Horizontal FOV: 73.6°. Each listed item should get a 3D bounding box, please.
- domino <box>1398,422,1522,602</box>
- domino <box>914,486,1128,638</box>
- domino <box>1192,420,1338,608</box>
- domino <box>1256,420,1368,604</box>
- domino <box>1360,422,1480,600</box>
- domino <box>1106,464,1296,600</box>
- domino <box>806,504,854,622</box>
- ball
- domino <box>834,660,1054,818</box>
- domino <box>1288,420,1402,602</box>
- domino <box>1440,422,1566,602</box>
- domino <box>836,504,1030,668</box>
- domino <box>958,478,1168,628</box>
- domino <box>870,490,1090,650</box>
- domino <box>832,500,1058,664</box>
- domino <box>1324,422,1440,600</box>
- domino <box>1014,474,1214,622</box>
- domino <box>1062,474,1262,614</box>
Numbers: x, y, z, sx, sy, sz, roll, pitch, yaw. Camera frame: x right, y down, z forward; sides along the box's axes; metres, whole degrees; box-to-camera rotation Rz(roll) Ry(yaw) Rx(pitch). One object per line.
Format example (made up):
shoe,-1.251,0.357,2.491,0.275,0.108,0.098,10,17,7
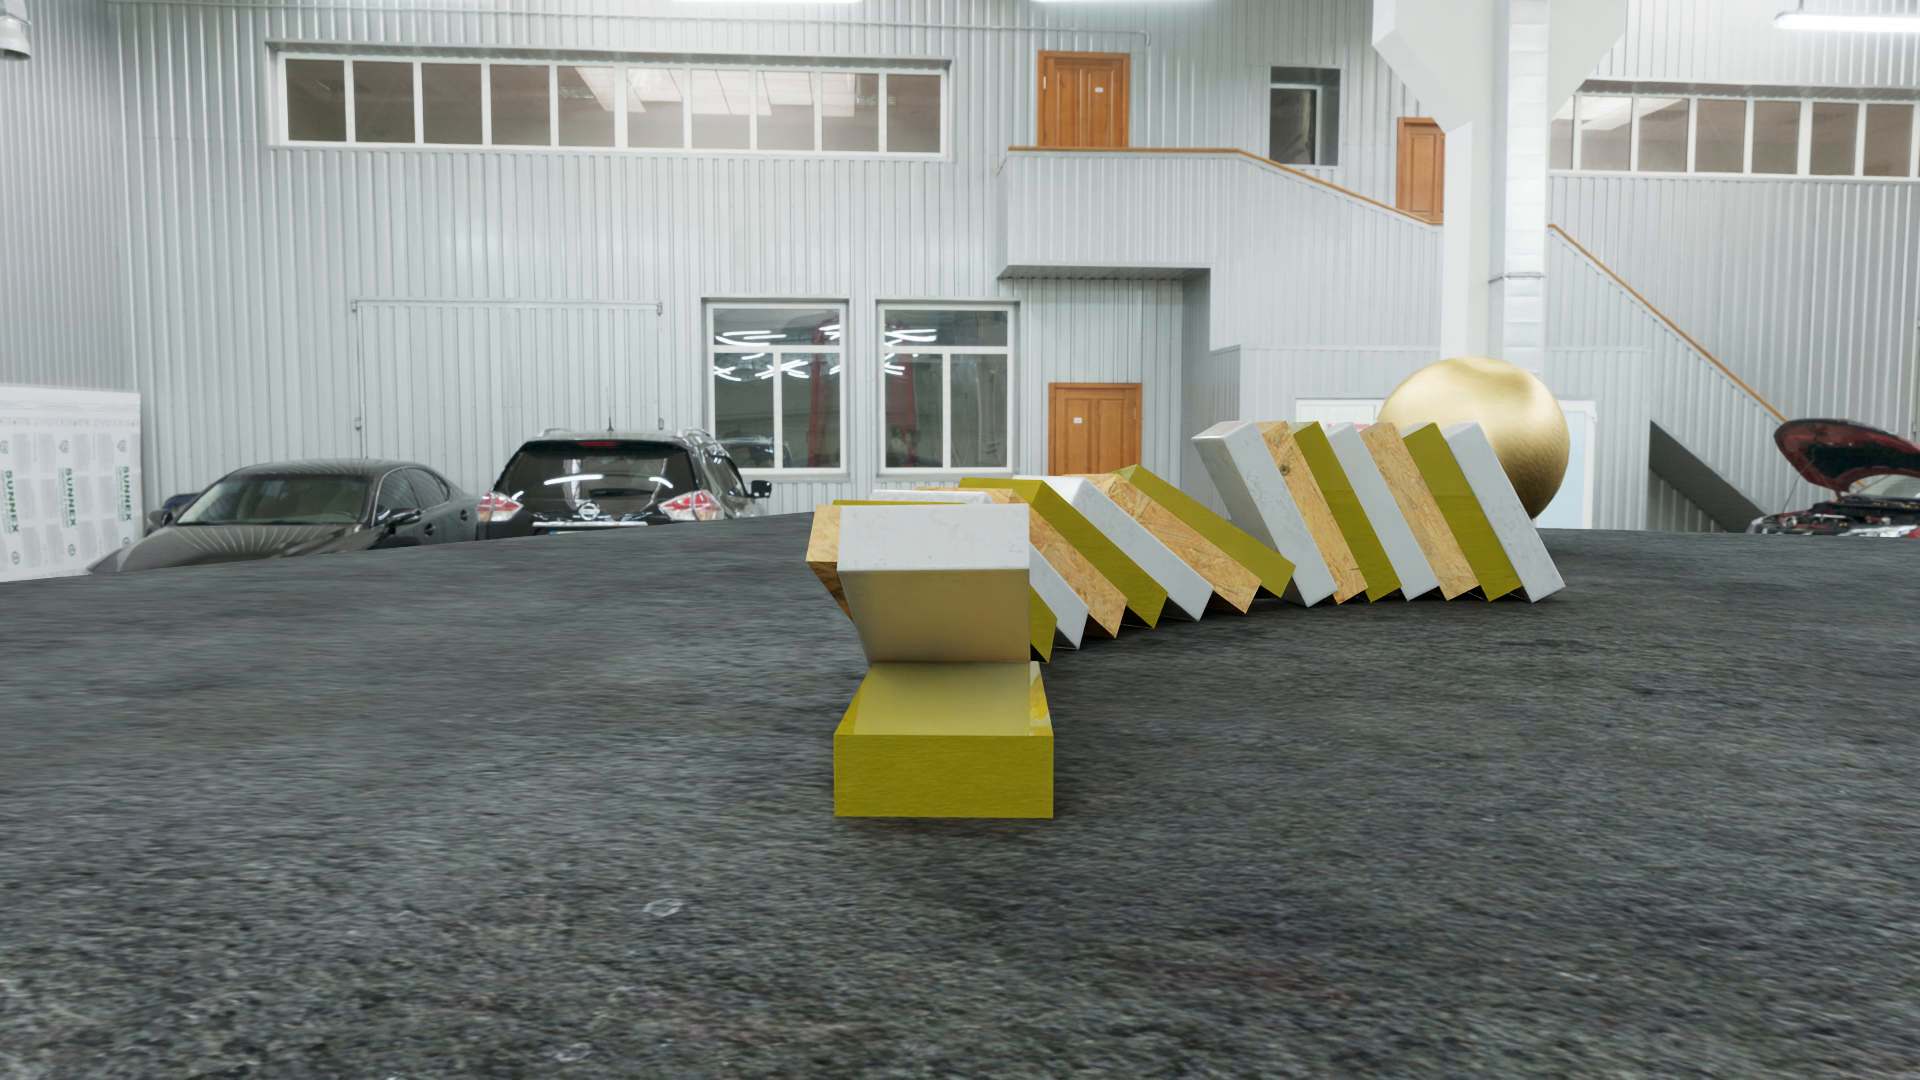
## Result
domino,0.137,-0.009,0.358,0.009,0.050,0.025,-28,0,9
domino,0.012,0.005,0.273,0.025,0.010,0.050,3,-25,39
domino,0.081,-0.007,0.342,0.009,0.050,0.025,-29,7,-5
domino,0.091,-0.008,0.349,0.009,0.050,0.025,-29,7,-4
domino,0.126,-0.009,0.360,0.009,0.050,0.025,-28,0,9
domino,0.059,-0.001,0.332,0.050,0.009,0.025,31,-11,-12
domino,-0.005,0.010,0.214,0.025,0.009,0.050,1,-25,14
ball,0.219,-0.039,0.553,0.080,0.080,0.080,0,4,0
domino,-0.001,0.025,0.171,0.025,0.009,0.050,0,4,1
domino,0.103,-0.008,0.355,0.009,0.050,0.025,-28,4,2
domino,0.147,-0.008,0.355,0.009,0.050,0.025,-28,0,9
domino,-0.002,0.011,0.190,0.025,0.009,0.050,-1,-26,3
domino,0.023,0.003,0.291,0.025,0.009,0.050,5,-26,48
domino,0.004,0.007,0.255,0.025,0.009,0.050,3,-26,32
domino,-0.002,0.008,0.235,0.025,0.009,0.050,2,-25,25
domino,0.115,-0.009,0.359,0.009,0.050,0.025,-28,0,9
domino,0.035,0.002,0.305,0.050,0.009,0.025,37,-18,-32
domino,0.048,0.001,0.319,0.050,0.009,0.025,34,-12,-23
